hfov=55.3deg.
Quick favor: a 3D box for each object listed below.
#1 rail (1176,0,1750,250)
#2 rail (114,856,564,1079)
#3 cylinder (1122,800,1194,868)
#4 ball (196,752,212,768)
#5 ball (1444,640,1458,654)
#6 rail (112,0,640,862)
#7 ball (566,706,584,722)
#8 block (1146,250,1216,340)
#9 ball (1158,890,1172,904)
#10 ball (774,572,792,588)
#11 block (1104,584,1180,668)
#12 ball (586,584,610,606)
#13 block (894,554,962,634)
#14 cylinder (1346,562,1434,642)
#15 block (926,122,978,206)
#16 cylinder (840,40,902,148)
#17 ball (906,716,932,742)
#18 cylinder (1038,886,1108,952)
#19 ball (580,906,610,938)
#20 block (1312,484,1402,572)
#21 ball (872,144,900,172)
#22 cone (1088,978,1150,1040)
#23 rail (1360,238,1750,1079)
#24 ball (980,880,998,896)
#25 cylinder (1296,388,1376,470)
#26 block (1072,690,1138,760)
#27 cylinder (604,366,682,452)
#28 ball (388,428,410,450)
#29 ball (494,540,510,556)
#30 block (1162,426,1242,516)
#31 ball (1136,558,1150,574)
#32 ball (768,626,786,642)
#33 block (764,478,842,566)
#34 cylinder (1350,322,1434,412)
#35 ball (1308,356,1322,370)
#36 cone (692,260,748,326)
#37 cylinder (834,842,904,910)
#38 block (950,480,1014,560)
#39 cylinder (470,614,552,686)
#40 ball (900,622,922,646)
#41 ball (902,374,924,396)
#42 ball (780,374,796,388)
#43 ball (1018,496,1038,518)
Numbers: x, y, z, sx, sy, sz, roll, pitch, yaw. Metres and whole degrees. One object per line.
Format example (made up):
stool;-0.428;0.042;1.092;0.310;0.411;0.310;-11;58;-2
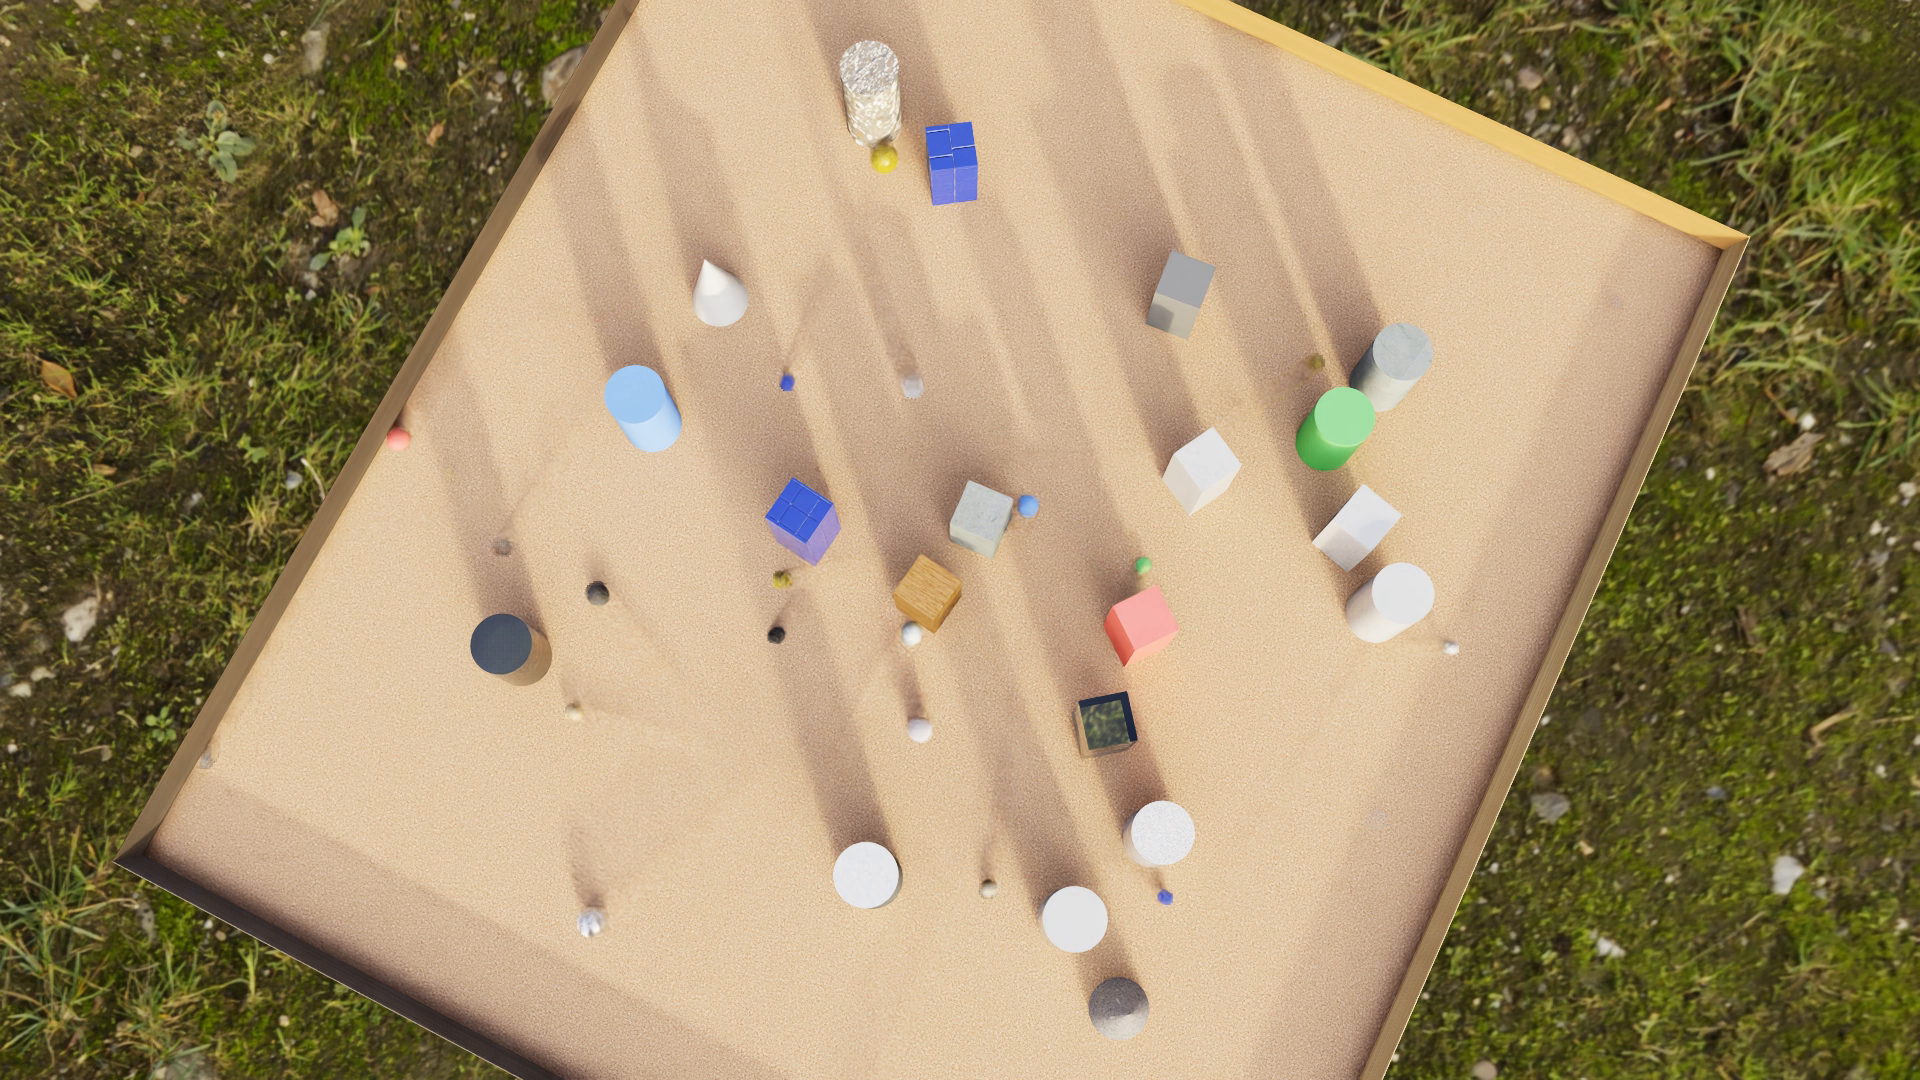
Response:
rail;0.863;-1.685;5.904;3.538;0.116;0.045;26;80;5
rail;-0.863;1.697;5.206;3.538;0.116;0.045;26;80;5
cylinder;0.570;0.851;5.288;0.178;0.298;0.178;0;78;0
ball;-2.251;0.656;5.457;0.045;0.045;0.045;0;78;0
ball;1.479;0.325;5.528;0.041;0.041;0.041;0;78;0
rail;-1.561;-0.758;5.713;0.045;0.116;3.908;26;80;5
ball;-1.152;0.520;5.484;0.048;0.048;0.048;0;78;0
block;0.674;-0.748;5.617;0.142;0.300;0.142;22;79;4
ball;0.600;1.047;5.378;0.043;0.043;0.043;0;78;0
ball;-0.538;0.122;5.565;0.051;0.051;0.051;0;78;0
block;0.529;0.256;5.382;0.142;0.356;0.142;-25;79;-5
ball;-1.095;0.167;5.547;0.068;0.068;0.068;0;78;0
block;-0.095;0.162;5.447;0.142;0.266;0.142;34;80;7
cylinder;1.260;0.188;5.390;0.178;0.367;0.178;0;78;0
block;-0.026;-1.171;5.715;0.142;0.280;0.142;-8;78;-2
cylinder;-0.274;-1.380;5.702;0.178;0.390;0.178;0;78;0
ball;-0.121;0.563;5.462;0.074;0.074;0.074;0;78;0
cylinder;0.315;1.077;5.203;0.178;0.374;0.178;0;78;0
ball;-1.065;1.113;5.341;0.088;0.088;0.088;0;78;0
block;1.177;-0.032;5.454;0.142;0.330;0.142;40;81;8
ball;-0.238;-1.212;5.821;0.089;0.089;0.089;0;78;0
cone;0.463;1.330;5.169;0.178;0.337;0.178;0;78;0
rail;1.561;0.770;5.397;0.045;0.116;3.908;26;80;5
ball;0.085;1.023;5.379;0.050;0.050;0.050;0;78;0
cylinder;1.129;-0.331;5.525;0.178;0.312;0.178;0;78;0
block;0.418;0.543;5.338;0.142;0.325;0.142;-11;79;-2
cylinder;-0.952;-0.393;5.528;0.178;0.332;0.178;0;78;0
ball;-1.728;-0.312;5.645;0.070;0.070;0.070;0;78;0
ball;-1.395;0.023;5.586;0.050;0.050;0.050;0;78;0
block;0.722;-0.203;5.494;0.142;0.321;0.142;-34;80;-7
ball;0.558;0.079;5.577;0.045;0.045;0.045;0;78;0
ball;-0.552;0.285;5.532;0.050;0.050;0.050;0;78;0
block;-0.462;-0.050;5.446;0.142;0.354;0.142;33;80;6
cylinder;1.303;-0.520;5.552;0.178;0.336;0.178;0;78;0
ball;1.106;-0.550;5.706;0.047;0.047;0.047;0;78;0
cone;-0.756;-0.794;5.596;0.178;0.360;0.178;0;78;0
cylinder;-0.257;0.956;5.202;0.178;0.425;0.178;0;78;0
block;0.064;-0.058;5.495;0.142;0.261;0.142;23;79;5
cylinder;-1.322;0.327;5.411;0.178;0.269;0.178;0;78;0
ball;-0.146;0.283;5.524;0.067;0.067;0.067;0;78;0
ball;-0.147;-0.479;5.680;0.068;0.068;0.068;0;78;0
ball;-0.535;-0.493;5.695;0.045;0.045;0.045;0;78;0
ball;0.207;-0.101;5.604;0.064;0.064;0.064;0;78;0
